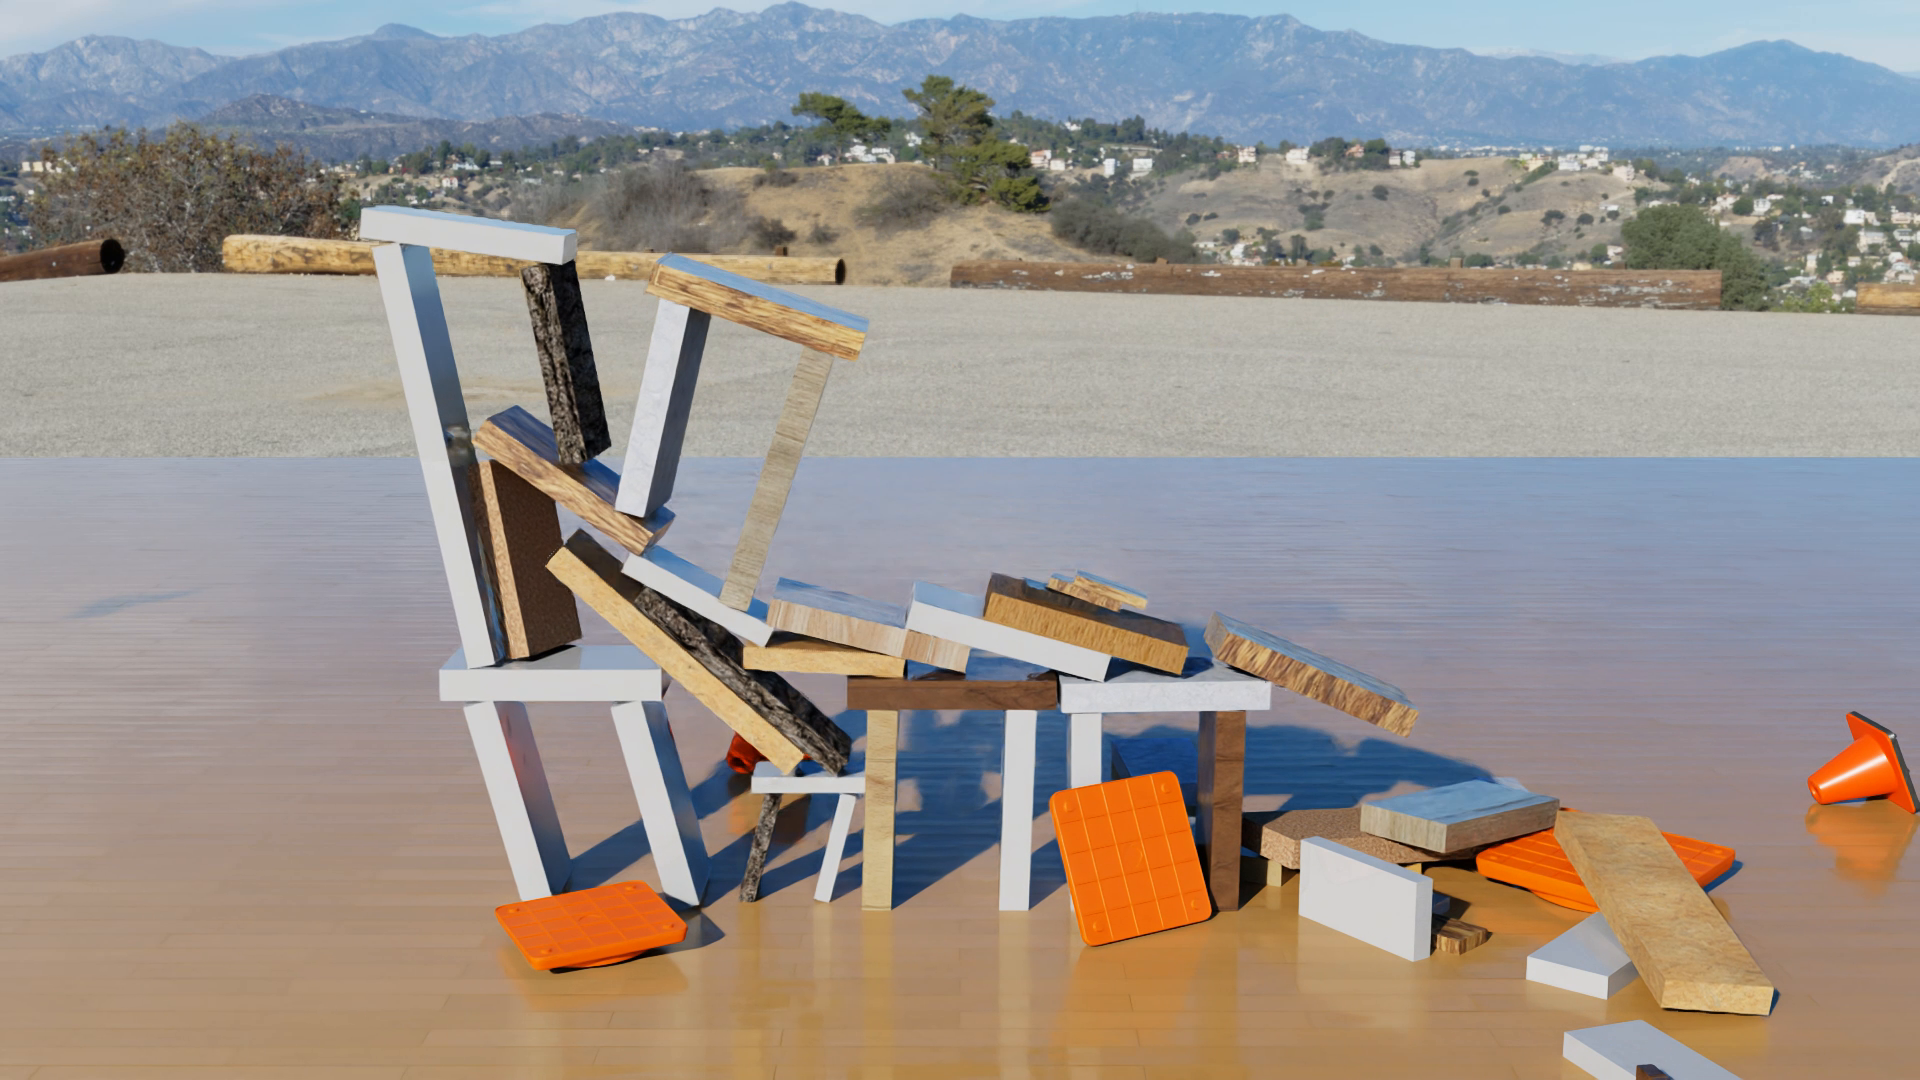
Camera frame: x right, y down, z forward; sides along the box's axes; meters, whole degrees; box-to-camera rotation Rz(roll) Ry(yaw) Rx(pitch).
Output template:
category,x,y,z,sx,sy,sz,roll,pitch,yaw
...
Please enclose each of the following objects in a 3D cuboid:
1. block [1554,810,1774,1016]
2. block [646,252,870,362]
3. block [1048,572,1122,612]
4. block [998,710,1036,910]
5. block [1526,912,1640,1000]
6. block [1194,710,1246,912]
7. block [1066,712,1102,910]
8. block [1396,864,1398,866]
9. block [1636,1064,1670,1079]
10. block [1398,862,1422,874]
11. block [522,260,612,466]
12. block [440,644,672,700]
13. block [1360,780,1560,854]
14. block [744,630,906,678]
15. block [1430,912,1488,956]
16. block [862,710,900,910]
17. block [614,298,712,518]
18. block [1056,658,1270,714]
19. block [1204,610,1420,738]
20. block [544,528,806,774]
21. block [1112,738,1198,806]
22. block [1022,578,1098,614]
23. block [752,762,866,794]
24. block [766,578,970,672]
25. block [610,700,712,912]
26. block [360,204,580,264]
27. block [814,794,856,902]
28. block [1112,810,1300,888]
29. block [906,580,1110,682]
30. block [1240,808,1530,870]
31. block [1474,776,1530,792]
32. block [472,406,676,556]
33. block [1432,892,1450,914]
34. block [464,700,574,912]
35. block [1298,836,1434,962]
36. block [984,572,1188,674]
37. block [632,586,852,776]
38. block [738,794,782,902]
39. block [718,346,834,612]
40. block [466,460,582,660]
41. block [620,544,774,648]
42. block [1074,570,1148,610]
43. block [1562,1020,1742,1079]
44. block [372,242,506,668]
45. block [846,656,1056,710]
category,x,y,z,sx,sy,sz,roll,pitch,yaw
block,1.080,0.567,3.418,0.156,0.044,0.589,4,17,-1
block,-0.316,-0.371,3.486,0.342,0.048,0.171,18,12,-4
block,0.205,0.084,3.572,0.121,0.017,0.060,20,10,4
block,0.093,0.423,3.640,0.048,0.337,0.168,2,10,0
block,0.979,0.631,3.352,0.126,0.036,0.253,9,14,39
block,0.428,0.425,3.637,0.048,0.336,0.168,0,10,-3
block,0.204,0.425,3.639,0.048,0.336,0.168,0,11,0
block,0.655,0.550,3.697,0.159,0.023,0.080,5,5,3
block,0.897,0.731,2.695,0.022,0.078,0.251,-2,11,-10
block,0.714,0.554,3.802,0.159,0.023,0.080,1,10,9
block,-0.629,-0.288,3.522,0.044,0.312,0.156,-9,10,6
block,-0.654,0.216,3.600,0.354,0.050,0.177,0,11,0
block,0.855,0.469,3.750,0.338,0.048,0.169,-3,9,-43
block,-0.218,0.185,3.599,0.258,0.037,0.129,3,11,0
block,0.742,0.615,3.475,0.159,0.023,0.080,10,15,44
block,-0.130,0.423,3.640,0.048,0.337,0.168,2,11,0
block,-0.472,-0.219,3.518,0.048,0.342,0.171,15,12,4
block,0.326,0.236,3.603,0.336,0.048,0.168,-1,11,-3
block,0.572,0.218,3.603,0.338,0.048,0.169,23,9,-4
block,-0.455,0.180,3.601,0.512,0.046,0.161,42,8,-7
block,0.396,0.451,4.295,0.156,0.044,0.312,-1,11,-4
block,0.162,0.091,3.571,0.121,0.017,0.060,15,11,-7
block,-0.247,0.393,3.636,0.186,0.026,0.093,0,11,0
block,-0.146,0.137,3.587,0.327,0.046,0.163,13,10,-3
block,-0.492,0.415,3.637,0.050,0.354,0.177,-14,10,3
block,-0.772,-0.484,3.476,0.312,0.044,0.156,7,11,-3
block,-0.205,0.498,3.655,0.026,0.186,0.093,14,10,-2
block,0.441,0.536,3.838,0.312,0.044,0.156,6,12,28
block,0.077,0.147,3.583,0.328,0.046,0.163,16,11,-3
block,0.729,0.508,3.794,0.531,0.048,0.169,2,8,-31
block,1.038,0.484,4.179,0.078,0.022,0.157,-1,11,-3
block,-0.622,-0.098,3.567,0.321,0.046,0.161,35,13,-1
block,0.715,0.590,3.611,0.157,0.022,0.078,9,14,39
block,-0.728,0.415,3.637,0.050,0.354,0.177,-14,10,3
block,0.637,0.563,3.468,0.036,0.126,0.253,-7,13,-34
block,0.203,0.134,3.583,0.327,0.046,0.163,16,11,-2
block,-0.352,0.218,3.605,0.430,0.037,0.129,42,8,-7
block,-0.329,0.497,3.656,0.026,0.186,0.093,15,10,-2
block,-0.291,-0.110,3.541,0.048,0.433,0.171,19,10,-4
block,-0.714,0.022,3.615,0.046,0.321,0.161,-9,5,23
block,-0.420,0.084,3.582,0.258,0.037,0.129,29,9,-5
block,0.245,0.080,3.569,0.121,0.017,0.060,19,10,3
block,0.932,0.710,2.925,0.126,0.036,0.253,-4,11,-20
block,-0.823,-0.141,3.534,0.044,0.679,0.156,-10,10,4
block,-0.013,0.234,3.605,0.337,0.048,0.168,0,11,0
